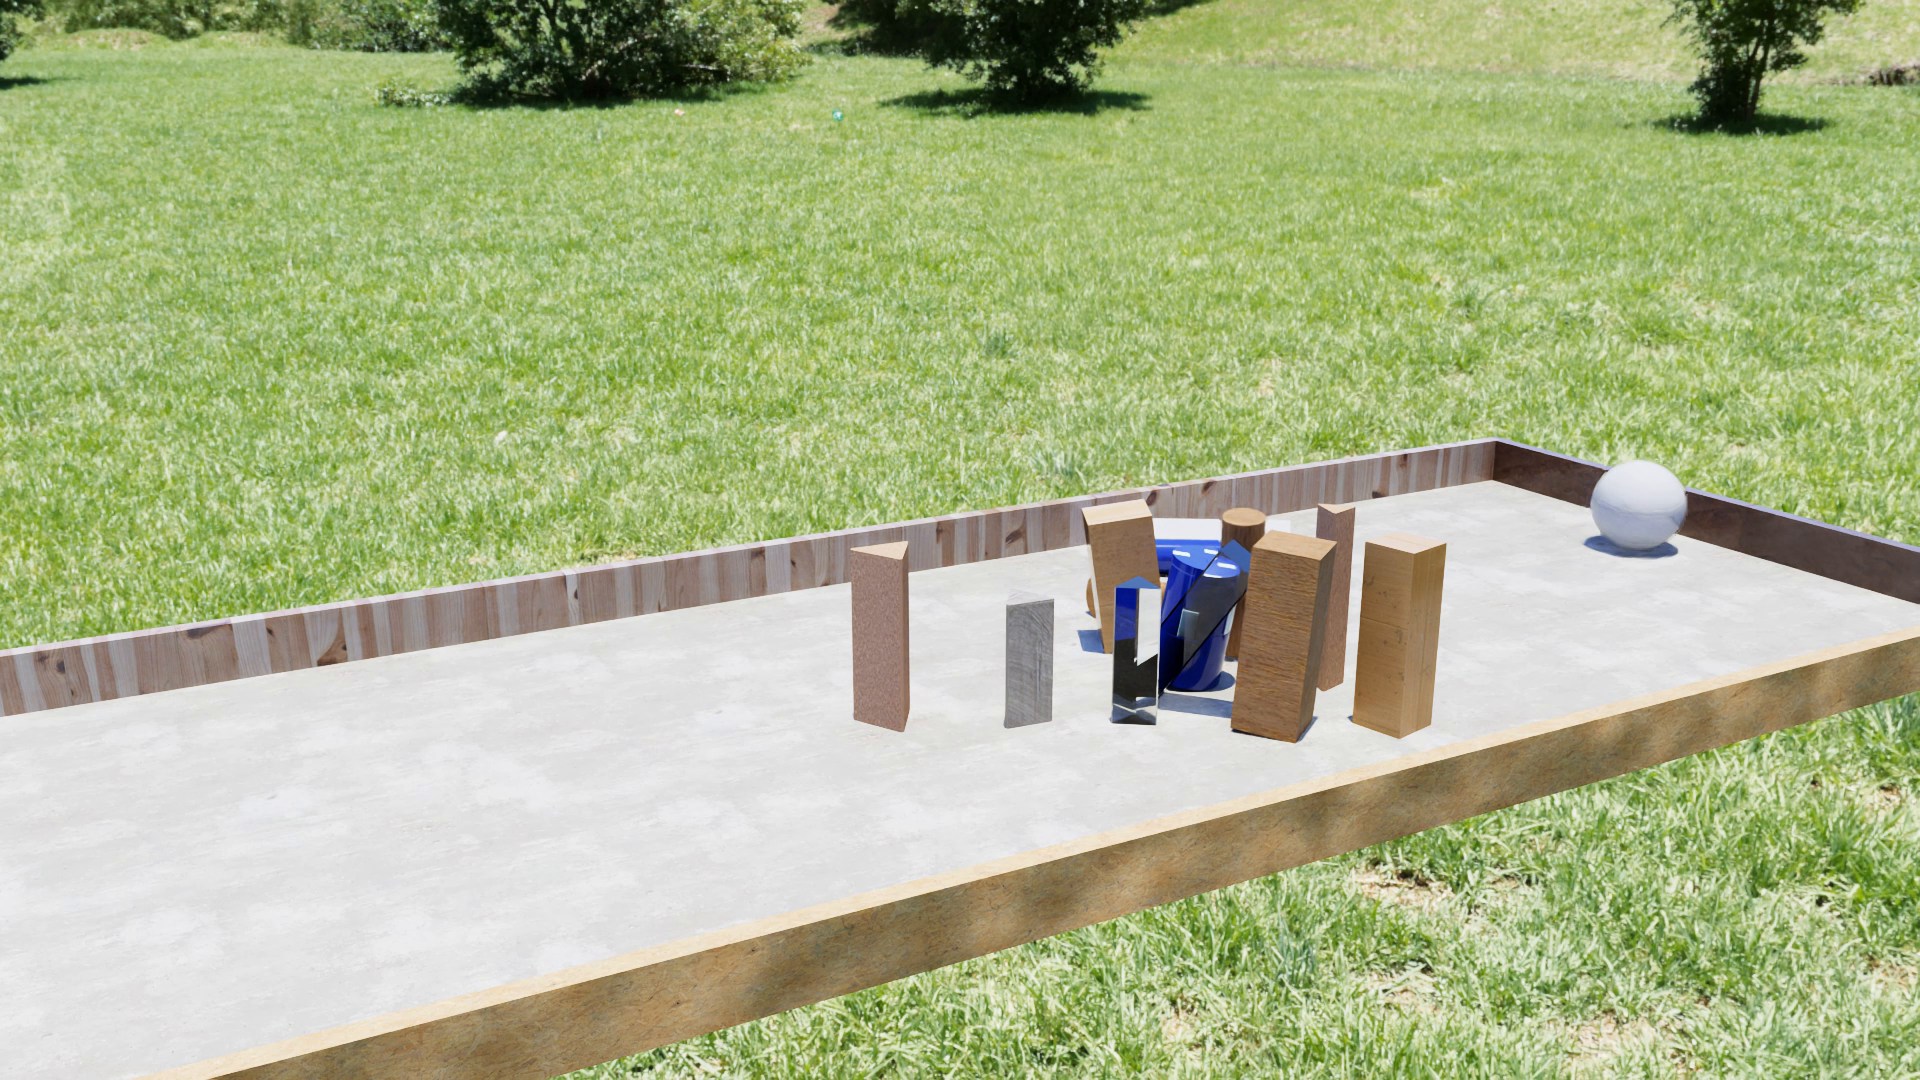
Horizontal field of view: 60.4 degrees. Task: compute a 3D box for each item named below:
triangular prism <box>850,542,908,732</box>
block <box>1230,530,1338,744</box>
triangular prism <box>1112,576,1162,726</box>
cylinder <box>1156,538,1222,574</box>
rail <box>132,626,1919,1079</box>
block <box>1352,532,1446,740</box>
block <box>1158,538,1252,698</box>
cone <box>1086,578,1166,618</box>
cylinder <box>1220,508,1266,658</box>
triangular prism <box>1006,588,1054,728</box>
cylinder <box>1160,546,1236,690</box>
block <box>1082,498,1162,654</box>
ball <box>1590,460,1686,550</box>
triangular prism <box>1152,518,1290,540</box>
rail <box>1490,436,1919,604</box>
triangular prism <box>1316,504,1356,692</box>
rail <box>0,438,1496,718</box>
[{"bbox_3d":[-0.158,0.219,3.861,0.143,0.421,0.124,11,20,33],"label":"triangular prism"},{"bbox_3d":[0.744,0.220,3.799,0.156,0.444,0.156,12,20,23],"label":"block"},{"bbox_3d":[0.414,0.259,3.876,0.106,0.337,0.091,2,16,7],"label":"triangular prism"},{"bbox_3d":[0.677,0.049,4.999,0.393,0.106,0.106,1,16,3],"label":"cylinder"},{"bbox_3d":[-2.336,1.006,1.665,12.000,0.150,0.050,-9,18,-27],"label":"rail"},{"bbox_3d":[1.016,0.219,3.819,0.130,0.447,0.130,-14,21,-40],"label":"block"},{"bbox_3d":[0.549,0.201,3.929,0.102,0.435,0.102,40,28,11],"label":"block"},{"bbox_3d":[0.572,0.156,4.700,0.424,0.144,0.144,1,13,-33],"label":"cone"},{"bbox_3d":[0.728,0.114,4.270,0.110,0.381,0.110,-2,25,1],"label":"cylinder"},{"bbox_3d":[0.143,0.274,3.880,0.120,0.305,0.104,-7,18,-22],"label":"triangular prism"},{"bbox_3d":[0.588,0.192,4.099,0.179,0.315,0.179,8,20,-3],"label":"cylinder"},{"bbox_3d":[0.435,0.095,4.361,0.167,0.357,0.167,-9,16,1],"label":"block"},{"bbox_3d":[2.152,-0.112,5.234,0.283,0.283,0.283,0,16,0],"label":"ball"},{"bbox_3d":[0.802,0.001,5.098,0.426,0.135,0.156,1,16,3],"label":"triangular prism"},{"bbox_3d":[2.466,-0.048,5.253,0.050,0.150,2.100,-9,18,-27],"label":"rail"},{"bbox_3d":[0.903,0.139,4.071,0.089,0.457,0.077,-16,22,-42],"label":"triangular prism"},{"bbox_3d":[-3.305,0.497,3.399,12.000,0.150,0.050,-9,18,-27],"label":"rail"}]
